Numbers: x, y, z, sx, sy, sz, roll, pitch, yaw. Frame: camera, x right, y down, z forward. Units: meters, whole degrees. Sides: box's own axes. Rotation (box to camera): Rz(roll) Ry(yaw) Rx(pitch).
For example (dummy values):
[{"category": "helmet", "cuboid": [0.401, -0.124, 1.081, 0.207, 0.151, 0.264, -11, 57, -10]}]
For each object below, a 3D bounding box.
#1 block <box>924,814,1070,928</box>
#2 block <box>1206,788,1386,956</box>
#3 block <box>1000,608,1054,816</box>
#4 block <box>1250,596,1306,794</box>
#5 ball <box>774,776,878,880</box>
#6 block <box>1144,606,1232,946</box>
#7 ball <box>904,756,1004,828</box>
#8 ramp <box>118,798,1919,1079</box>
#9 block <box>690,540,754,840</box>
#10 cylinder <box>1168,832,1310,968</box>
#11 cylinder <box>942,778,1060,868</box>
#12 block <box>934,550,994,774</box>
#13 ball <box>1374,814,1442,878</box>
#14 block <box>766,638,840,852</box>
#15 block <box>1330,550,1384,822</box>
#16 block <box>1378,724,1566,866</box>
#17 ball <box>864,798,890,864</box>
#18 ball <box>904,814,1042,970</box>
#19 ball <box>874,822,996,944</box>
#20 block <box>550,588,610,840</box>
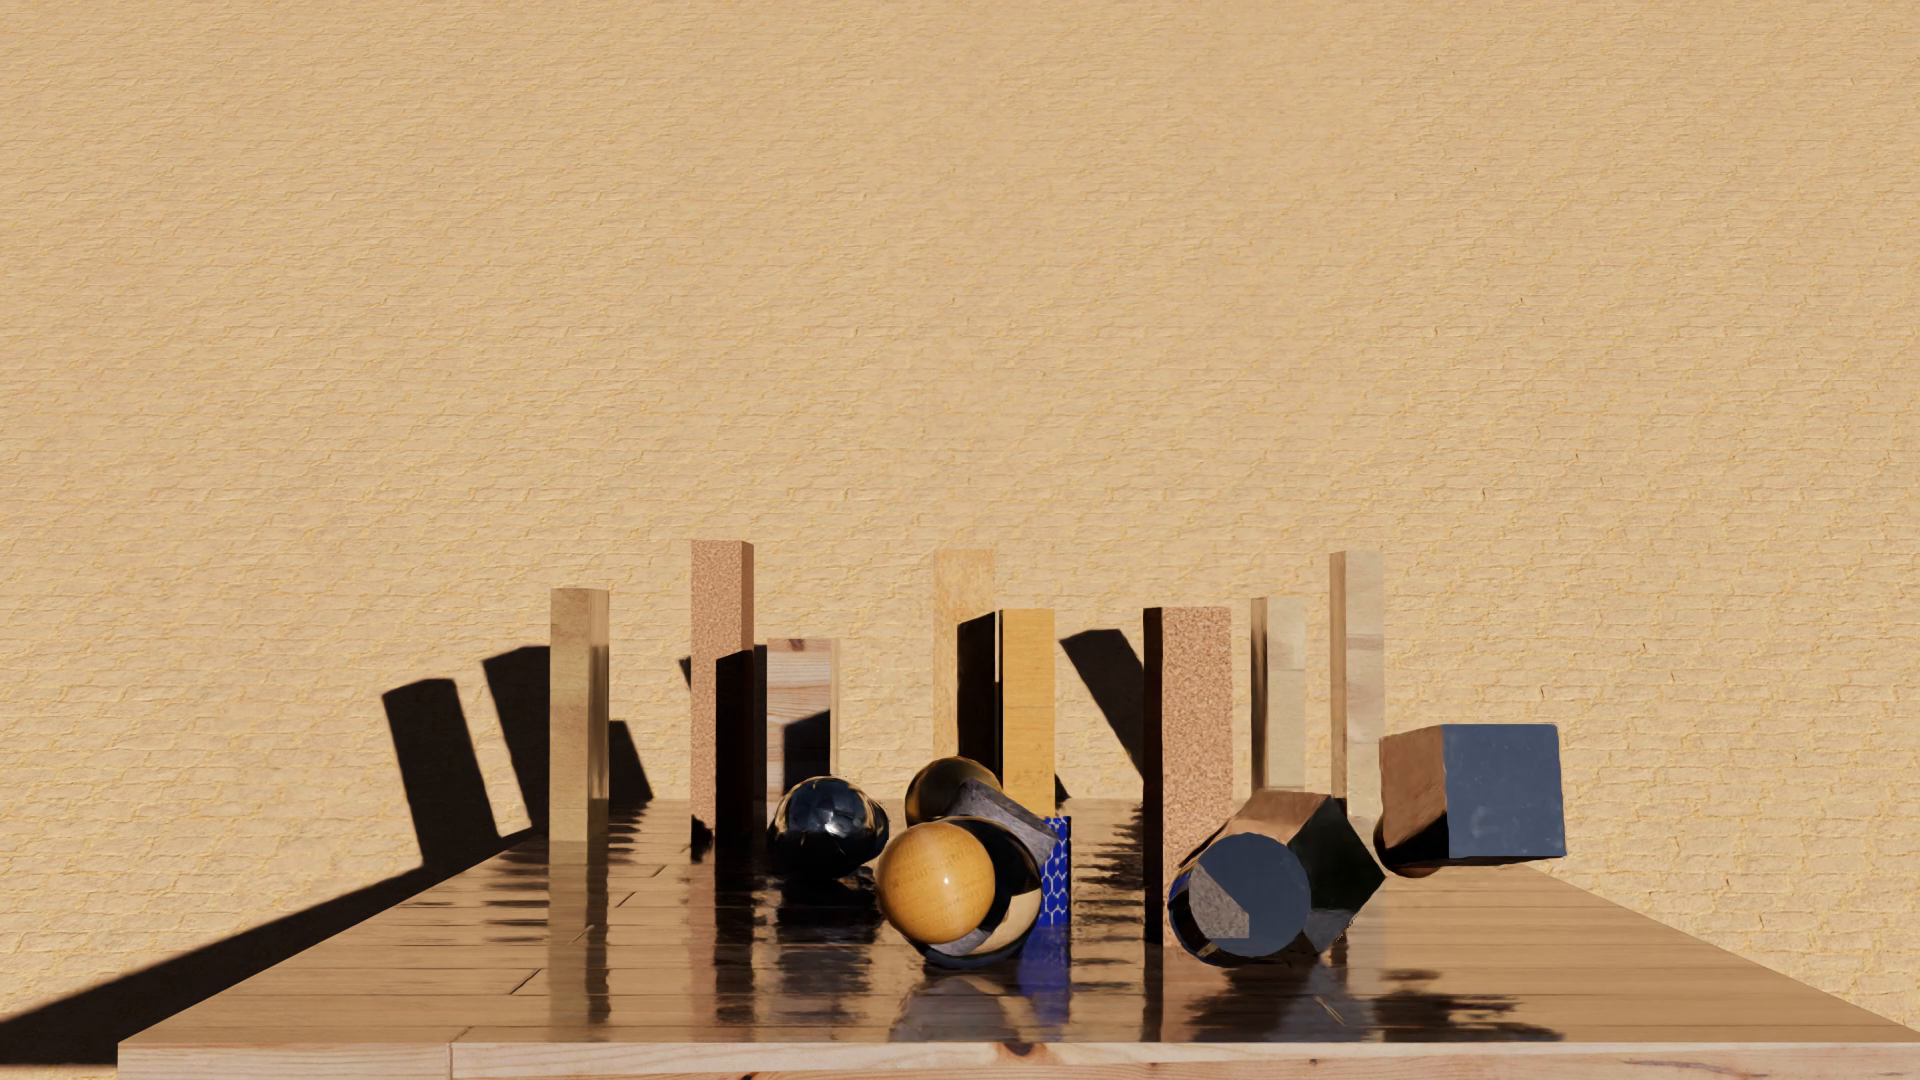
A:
[{"category": "block", "cuboid": [0.058, 0.507, 3.991, 0.162, 0.162, 0.162, -1, -2, 34]}, {"category": "block", "cuboid": [0.464, 0.466, 3.661, 0.158, 0.158, 0.158, -45, 21, -25]}, {"category": "block", "cuboid": [0.143, 0.396, 5.629, 0.110, 0.491, 0.351, 0, -2, 0]}, {"category": "block", "cuboid": [0.703, 0.386, 5.757, 0.080, 0.518, 0.329, 0, -2, 0]}, {"category": "ball", "cuboid": [-0.242, 0.517, 4.671, 0.187, 0.187, 0.187, 0, 35, 0]}, {"category": "block", "cuboid": [0.339, 0.343, 3.903, 0.100, 0.483, 0.377, 0, -2, 0]}, {"category": "ball", "cuboid": [-0.010, 0.524, 5.085, 0.200, 0.200, 0.200, 0, 35, 0]}, {"category": "ramp", "cuboid": [0.078, 0.666, 4.842, 2.000, 0.100, 4.000, 0, -2, 0]}, {"category": "block", "cuboid": [-0.523, 0.325, 5.735, 0.107, 0.639, 0.342, 0, -2, 0]}, {"category": "cylinder", "cuboid": [0.333, 0.433, 3.115, 0.146, 0.146, 0.146, 1, 76, -5]}, {"category": "cylinder", "cuboid": [0.034, 0.460, 3.795, 0.163, 0.163, 0.163, 32, 2, -2]}, {"category": "block", "cuboid": [0.009, 0.337, 5.854, 0.134, 0.623, 0.353, 0, -2, 0]}, {"category": "ball", "cuboid": [0.693, 0.458, 3.976, 0.120, 0.120, 0.120, 0, 35, 0]}, {"category": "block", "cuboid": [-0.326, 0.421, 5.453, 0.128, 0.430, 0.417, 0, -2, 0]}, {"category": "block", "cuboid": [0.947, 0.344, 6.204, 0.089, 0.631, 0.266, 0, -2, 0]}, {"category": "block", "cuboid": [0.739, 0.371, 3.760, 0.187, 0.187, 0.187, 2, -11, -19]}, {"category": "ball", "cuboid": [-0.201, 0.552, 4.956, 0.135, 0.135, 0.135, 0, 35, 0]}, {"category": "ball", "cuboid": [0.008, 0.468, 3.457, 0.205, 0.205, 0.205, 0, 35, 0]}, {"category": "ball", "cuboid": [-0.029, 0.403, 3.055, 0.143, 0.143, 0.143, 0, 35, 0]}, {"category": "block", "cuboid": [-0.832, 0.376, 5.697, 0.080, 0.536, 0.335, 0, -2, 0]}]
